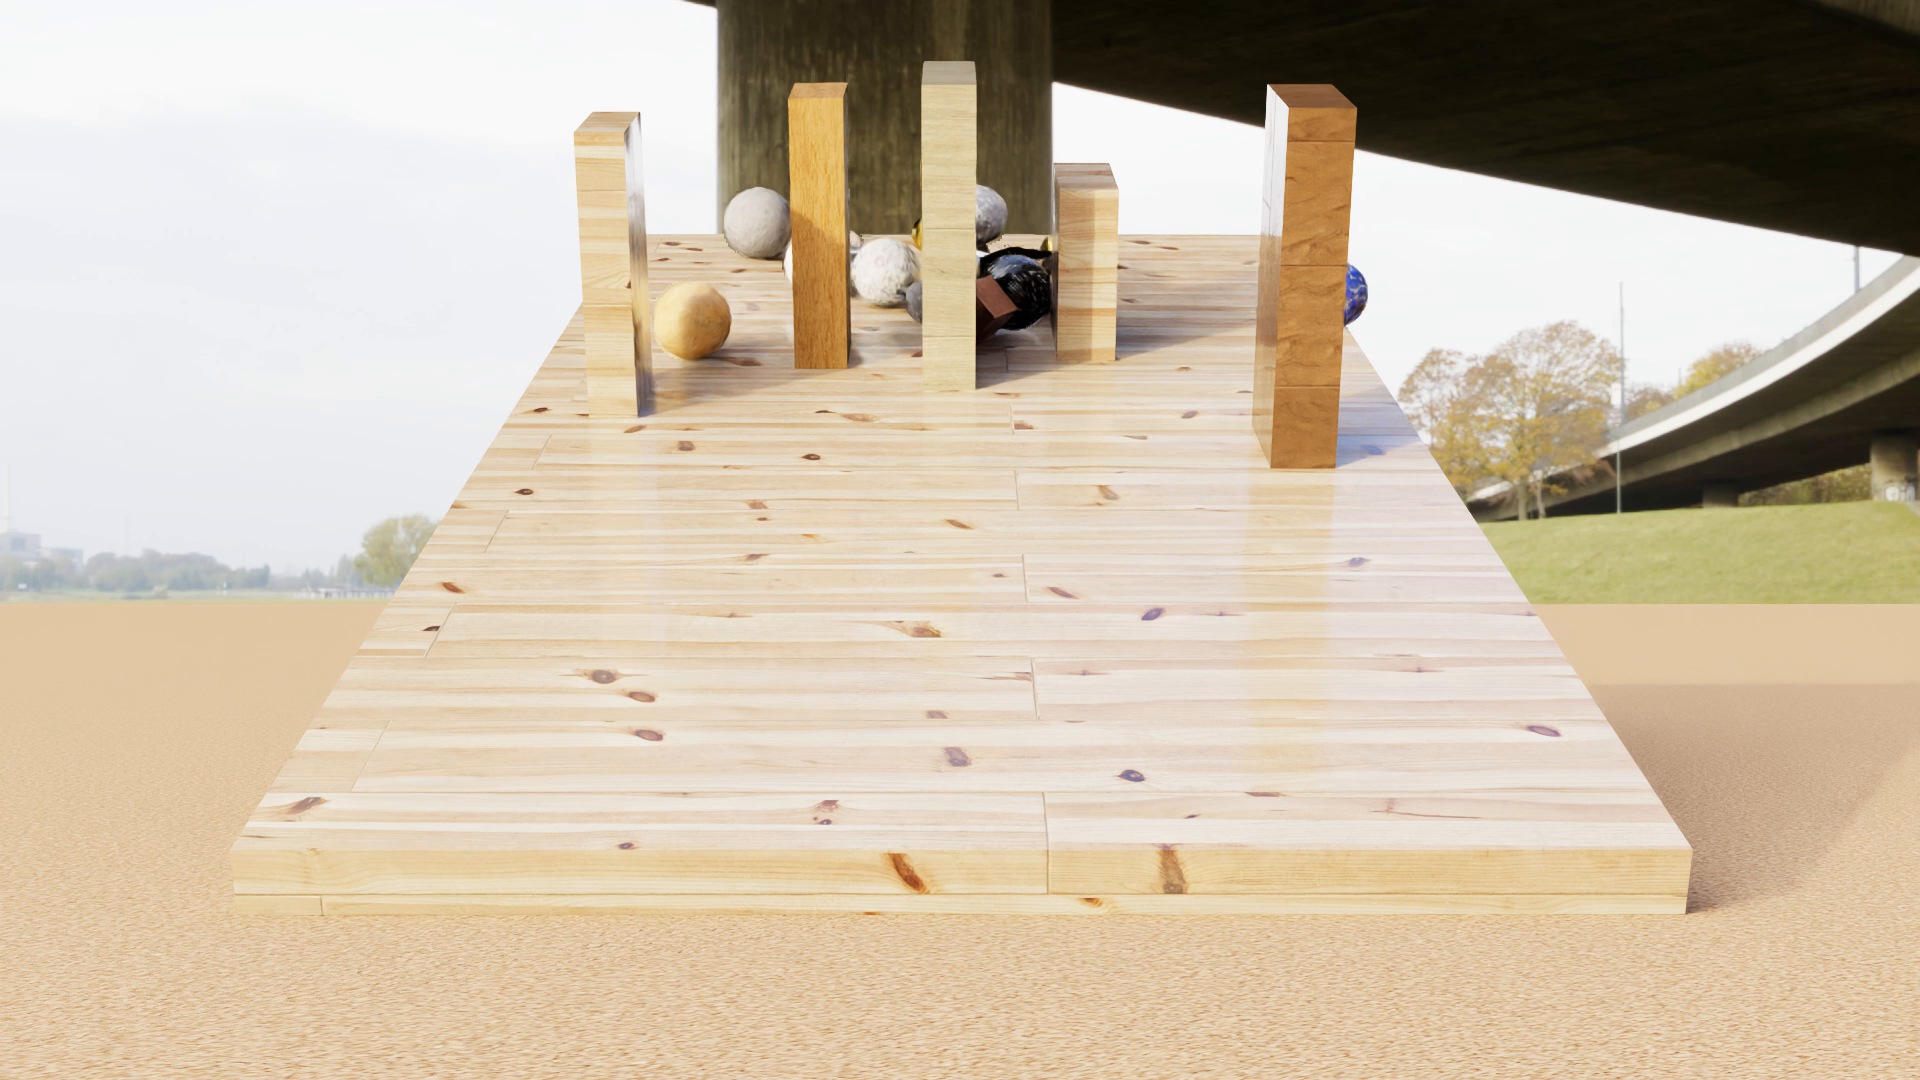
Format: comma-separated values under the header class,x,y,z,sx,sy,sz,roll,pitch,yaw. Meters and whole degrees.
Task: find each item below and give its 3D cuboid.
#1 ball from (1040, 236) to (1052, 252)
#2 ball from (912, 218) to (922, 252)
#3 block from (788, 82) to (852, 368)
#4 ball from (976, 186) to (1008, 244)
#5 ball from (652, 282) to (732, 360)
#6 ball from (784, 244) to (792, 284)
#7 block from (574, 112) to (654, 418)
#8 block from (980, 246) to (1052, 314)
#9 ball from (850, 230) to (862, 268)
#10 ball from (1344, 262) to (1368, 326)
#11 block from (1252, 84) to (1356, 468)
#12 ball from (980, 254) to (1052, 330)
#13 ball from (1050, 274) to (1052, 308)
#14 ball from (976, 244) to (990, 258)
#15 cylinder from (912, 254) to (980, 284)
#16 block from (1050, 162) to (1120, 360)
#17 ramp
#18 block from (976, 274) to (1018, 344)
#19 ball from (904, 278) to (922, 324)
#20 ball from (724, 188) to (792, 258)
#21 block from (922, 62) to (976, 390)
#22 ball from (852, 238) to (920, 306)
class,x,y,z,sx,sy,sz,roll,pitch,yaw
ball,0.278,-0.799,6.331,0.116,0.116,0.116,0,-1,0
ball,-0.087,-0.889,6.587,0.111,0.111,0.111,0,-1,0
block,-0.333,-0.753,5.419,0.126,0.642,0.243,0,20,0
ball,0.048,-0.850,5.923,0.154,0.154,0.154,0,-1,0
ball,-0.647,-0.531,5.472,0.189,0.189,0.189,0,-1,0
ball,-0.385,-0.743,6.086,0.174,0.174,0.174,0,-1,0
block,-0.769,-0.615,5.047,0.107,0.634,0.281,0,20,0
block,0.158,-0.673,5.925,0.151,0.151,0.151,11,23,29
ball,-0.331,-0.824,6.401,0.113,0.113,0.113,0,-1,0
ball,0.952,-0.627,5.764,0.175,0.175,0.175,0,-1,0
block,0.710,-0.551,4.710,0.135,0.743,0.312,0,20,0
ball,0.138,-0.628,5.738,0.193,0.193,0.193,0,-1,0
ball,0.289,-0.646,5.871,0.138,0.138,0.138,0,-1,0
ball,0.019,-0.771,6.210,0.134,0.134,0.134,0,-1,0
cylinder,-0.028,-0.676,5.917,0.162,0.162,0.162,0,19,12
block,0.305,-0.692,5.588,0.141,0.416,0.363,0,20,0
ramp,-0.005,-0.205,4.991,2.000,0.100,4.000,0,20,0
block,0.048,-0.570,5.627,0.113,0.113,0.113,-45,-10,36
ball,-0.080,-0.612,5.797,0.122,0.122,0.122,0,-1,0
ball,-0.578,-0.913,6.516,0.203,0.203,0.203,0,-1,0
block,-0.026,-0.741,5.301,0.121,0.700,0.381,0,20,0
ball,-0.194,-0.707,5.975,0.180,0.180,0.180,0,-1,0
